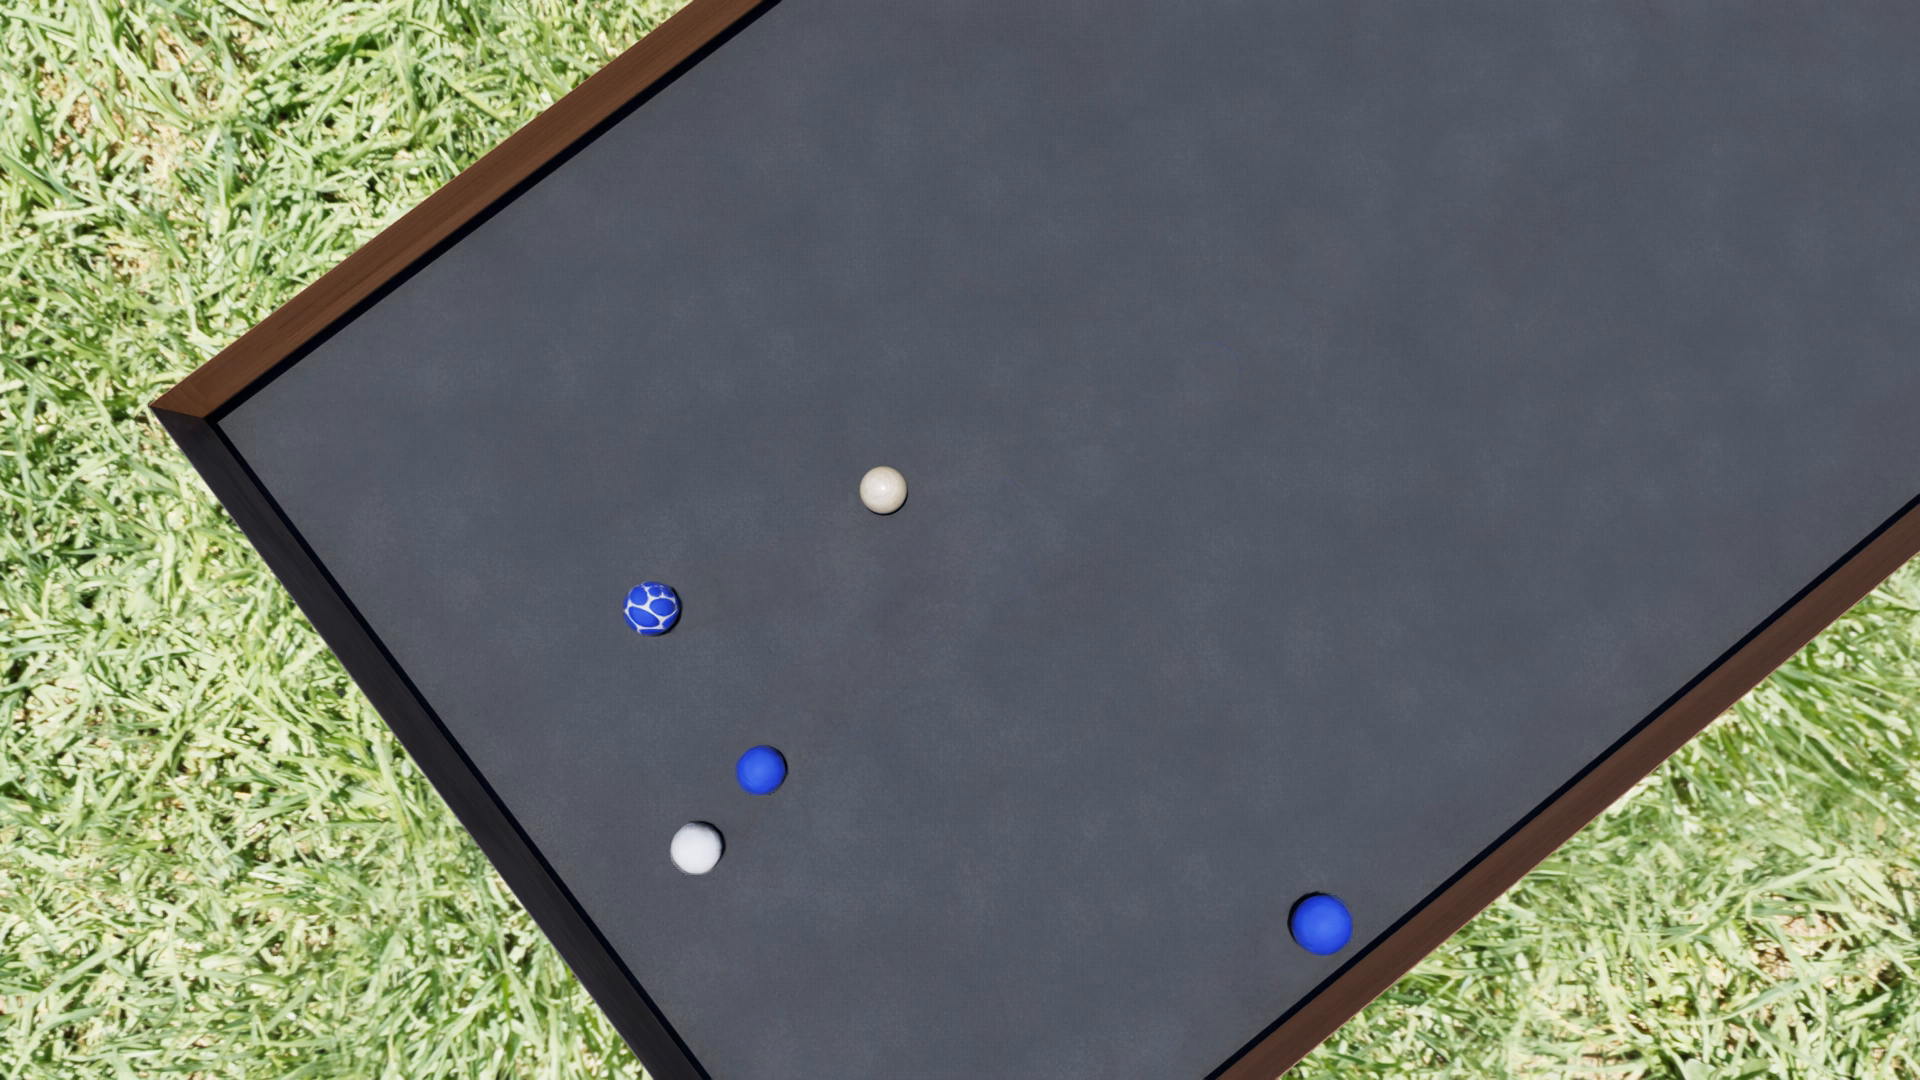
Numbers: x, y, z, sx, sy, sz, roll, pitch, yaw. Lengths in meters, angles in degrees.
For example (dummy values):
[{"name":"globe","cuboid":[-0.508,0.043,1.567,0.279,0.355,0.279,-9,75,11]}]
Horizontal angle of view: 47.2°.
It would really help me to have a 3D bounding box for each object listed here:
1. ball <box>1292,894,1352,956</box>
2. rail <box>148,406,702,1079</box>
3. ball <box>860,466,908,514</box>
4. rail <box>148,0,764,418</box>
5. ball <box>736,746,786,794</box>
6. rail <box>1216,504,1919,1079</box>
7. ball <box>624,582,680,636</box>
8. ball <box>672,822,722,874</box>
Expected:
[{"name":"ball","cuboid":[0.523,0.557,3.179,0.087,0.087,0.087,0,82,0]},{"name":"rail","cuboid":[-0.623,0.484,3.175,0.045,0.112,1.768,-38,84,-5]},{"name":"ball","cuboid":[-0.114,-0.074,3.276,0.072,0.072,0.072,0,82,0]},{"name":"rail","cuboid":[0.109,-1.173,3.412,3.270,0.112,0.045,-38,84,-5]},{"name":"ball","cuboid":[-0.291,0.336,3.218,0.071,0.071,0.071,0,82,0]},{"name":"rail","cuboid":[1.175,0.165,3.221,3.270,0.112,0.045,-38,84,-5]},{"name":"ball","cuboid":[-0.455,0.101,3.247,0.080,0.080,0.080,0,82,0]},{"name":"ball","cuboid":[-0.383,0.448,3.200,0.074,0.074,0.074,0,82,0]}]
